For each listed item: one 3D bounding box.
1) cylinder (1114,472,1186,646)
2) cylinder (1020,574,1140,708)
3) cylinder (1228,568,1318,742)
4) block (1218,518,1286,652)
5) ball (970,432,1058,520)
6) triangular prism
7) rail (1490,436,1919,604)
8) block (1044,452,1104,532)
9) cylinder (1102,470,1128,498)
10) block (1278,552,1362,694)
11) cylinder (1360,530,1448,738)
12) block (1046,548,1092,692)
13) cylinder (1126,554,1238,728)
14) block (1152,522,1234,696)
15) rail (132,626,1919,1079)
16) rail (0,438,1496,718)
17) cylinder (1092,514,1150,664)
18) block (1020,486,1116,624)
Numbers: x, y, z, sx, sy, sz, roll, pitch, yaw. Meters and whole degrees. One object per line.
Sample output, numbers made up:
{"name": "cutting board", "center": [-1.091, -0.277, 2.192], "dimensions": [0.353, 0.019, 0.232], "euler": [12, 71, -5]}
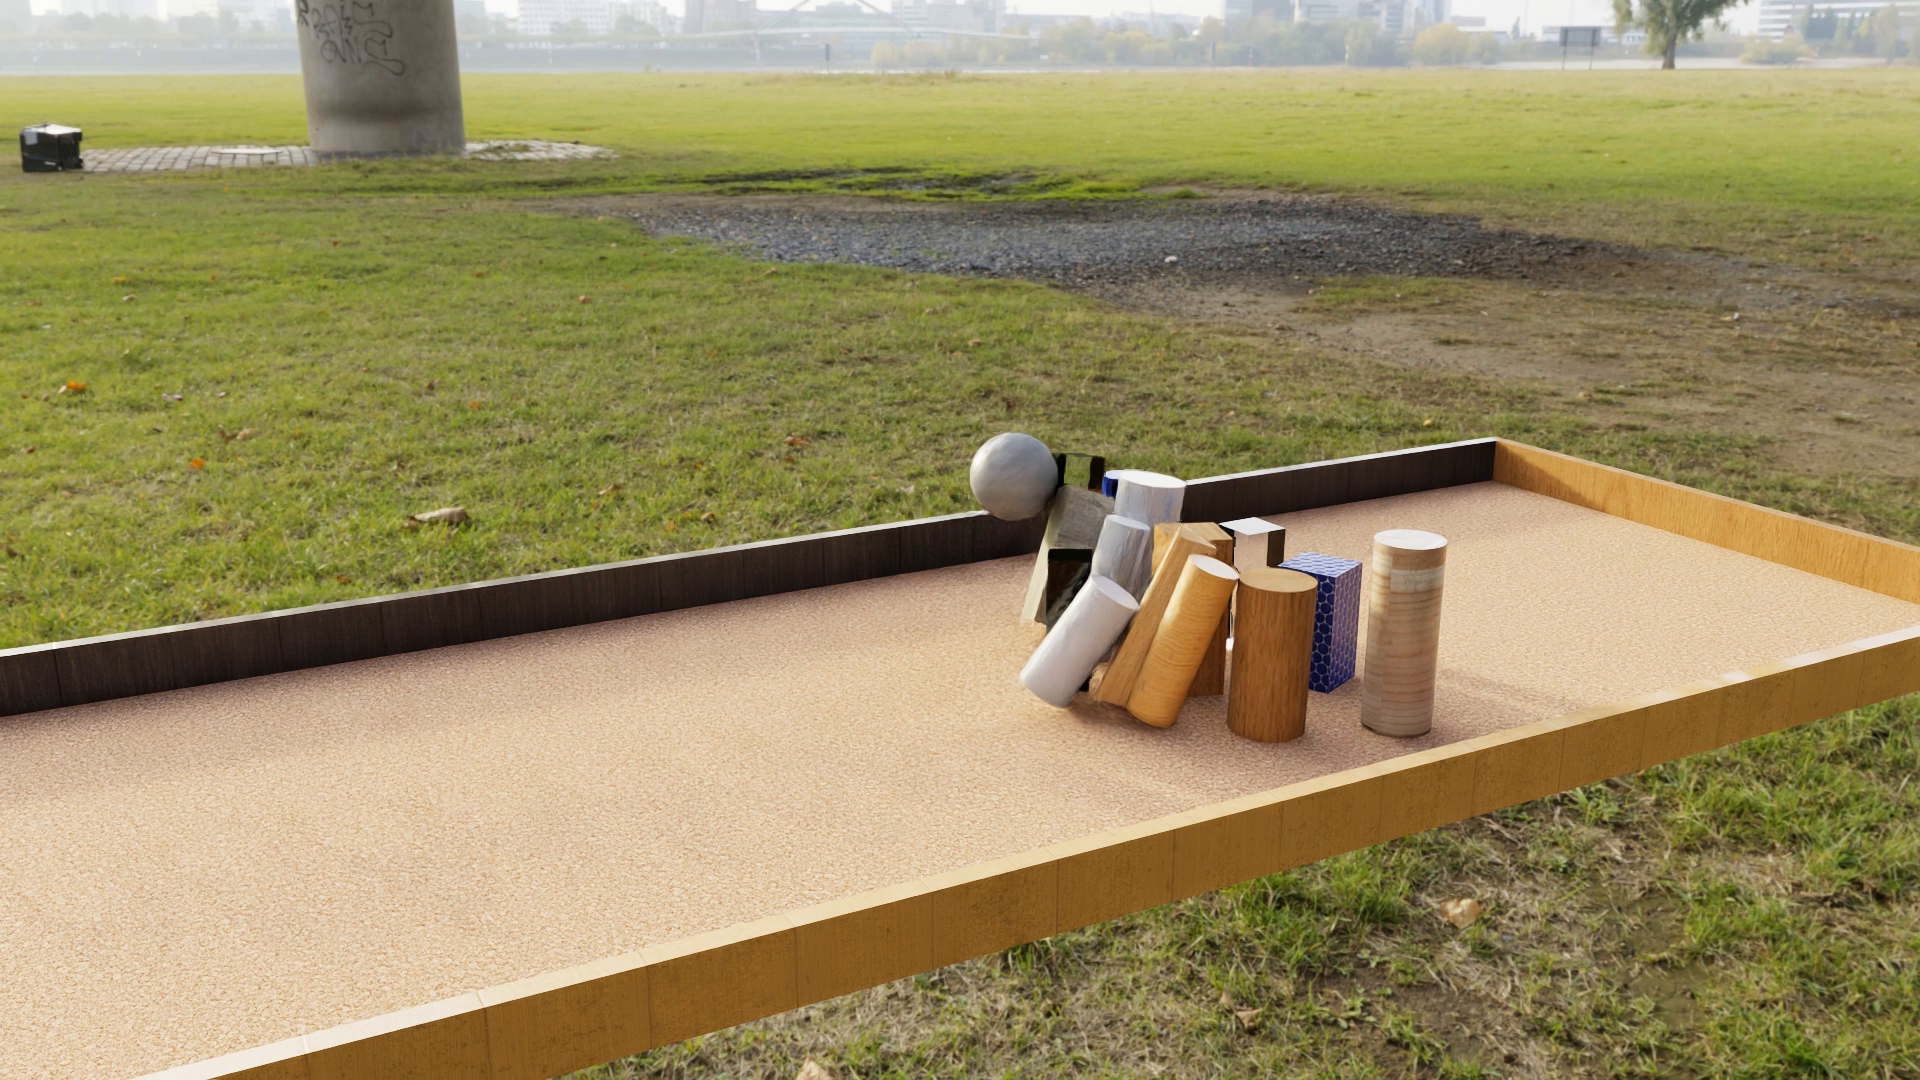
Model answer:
{"name": "cylinder", "center": [0.476, 0.052, 4.370], "dimensions": [0.174, 0.437, 0.174], "euler": [7, 14, -2]}
{"name": "cylinder", "center": [0.285, 0.242, 3.945], "dimensions": [0.140, 0.303, 0.140], "euler": [32, 17, -11]}
{"name": "cylinder", "center": [0.720, 0.264, 3.810], "dimensions": [0.179, 0.361, 0.179], "euler": [1, 16, 0]}
{"name": "block", "center": [0.761, 0.122, 4.351], "dimensions": [0.124, 0.331, 0.124], "euler": [-9, 19, -29]}
{"name": "ball", "center": [0.147, -0.173, 4.504], "dimensions": [0.242, 0.242, 0.242], "euler": [0, 16, 0]}
{"name": "triangular prism", "center": [0.449, 0.179, 3.927], "dimensions": [0.114, 0.442, 0.099], "euler": [17, 18, -26]}
{"name": "rail", "center": [2.466, -0.048, 5.253], "dimensions": [0.050, 0.150, 2.100], "euler": [-9, 18, -27]}
{"name": "block", "center": [0.309, -0.017, 4.593], "dimensions": [0.105, 0.444, 0.105], "euler": [0, 9, -33]}
{"name": "cylinder", "center": [0.464, -0.023, 4.817], "dimensions": [0.104, 0.346, 0.104], "euler": [0, 16, 0]}
{"name": "block", "center": [0.892, 0.204, 4.126], "dimensions": [0.155, 0.302, 0.155], "euler": [12, 20, 36]}
{"name": "cylinder", "center": [1.024, 0.216, 3.813], "dimensions": [0.161, 0.454, 0.161], "euler": [0, 16, 0]}
{"name": "block", "center": [0.268, 0.198, 4.084], "dimensions": [0.106, 0.336, 0.106], "euler": [1, 16, 4]}
{"name": "cylinder", "center": [0.513, 0.235, 3.825], "dimensions": [0.123, 0.393, 0.123], "euler": [18, 19, -7]}
{"name": "block", "center": [0.564, 0.171, 4.062], "dimensions": [0.152, 0.399, 0.152], "euler": [-2, 16, -9]}
{"name": "rail", "center": [-2.336, 1.006, 1.665], "dimensions": [12.000, 0.150, 0.050], "euler": [-9, 18, -27]}
{"name": "rail", "center": [-3.305, 0.497, 3.399], "dimensions": [12.000, 0.150, 0.050], "euler": [-9, 18, -27]}
{"name": "cylinder", "center": [0.380, 0.126, 4.245], "dimensions": [0.120, 0.364, 0.120], "euler": [16, 12, -3]}
{"name": "block", "center": [0.296, 0.052, 4.433], "dimensions": [0.139, 0.371, 0.139], "euler": [17, -3, -12]}
